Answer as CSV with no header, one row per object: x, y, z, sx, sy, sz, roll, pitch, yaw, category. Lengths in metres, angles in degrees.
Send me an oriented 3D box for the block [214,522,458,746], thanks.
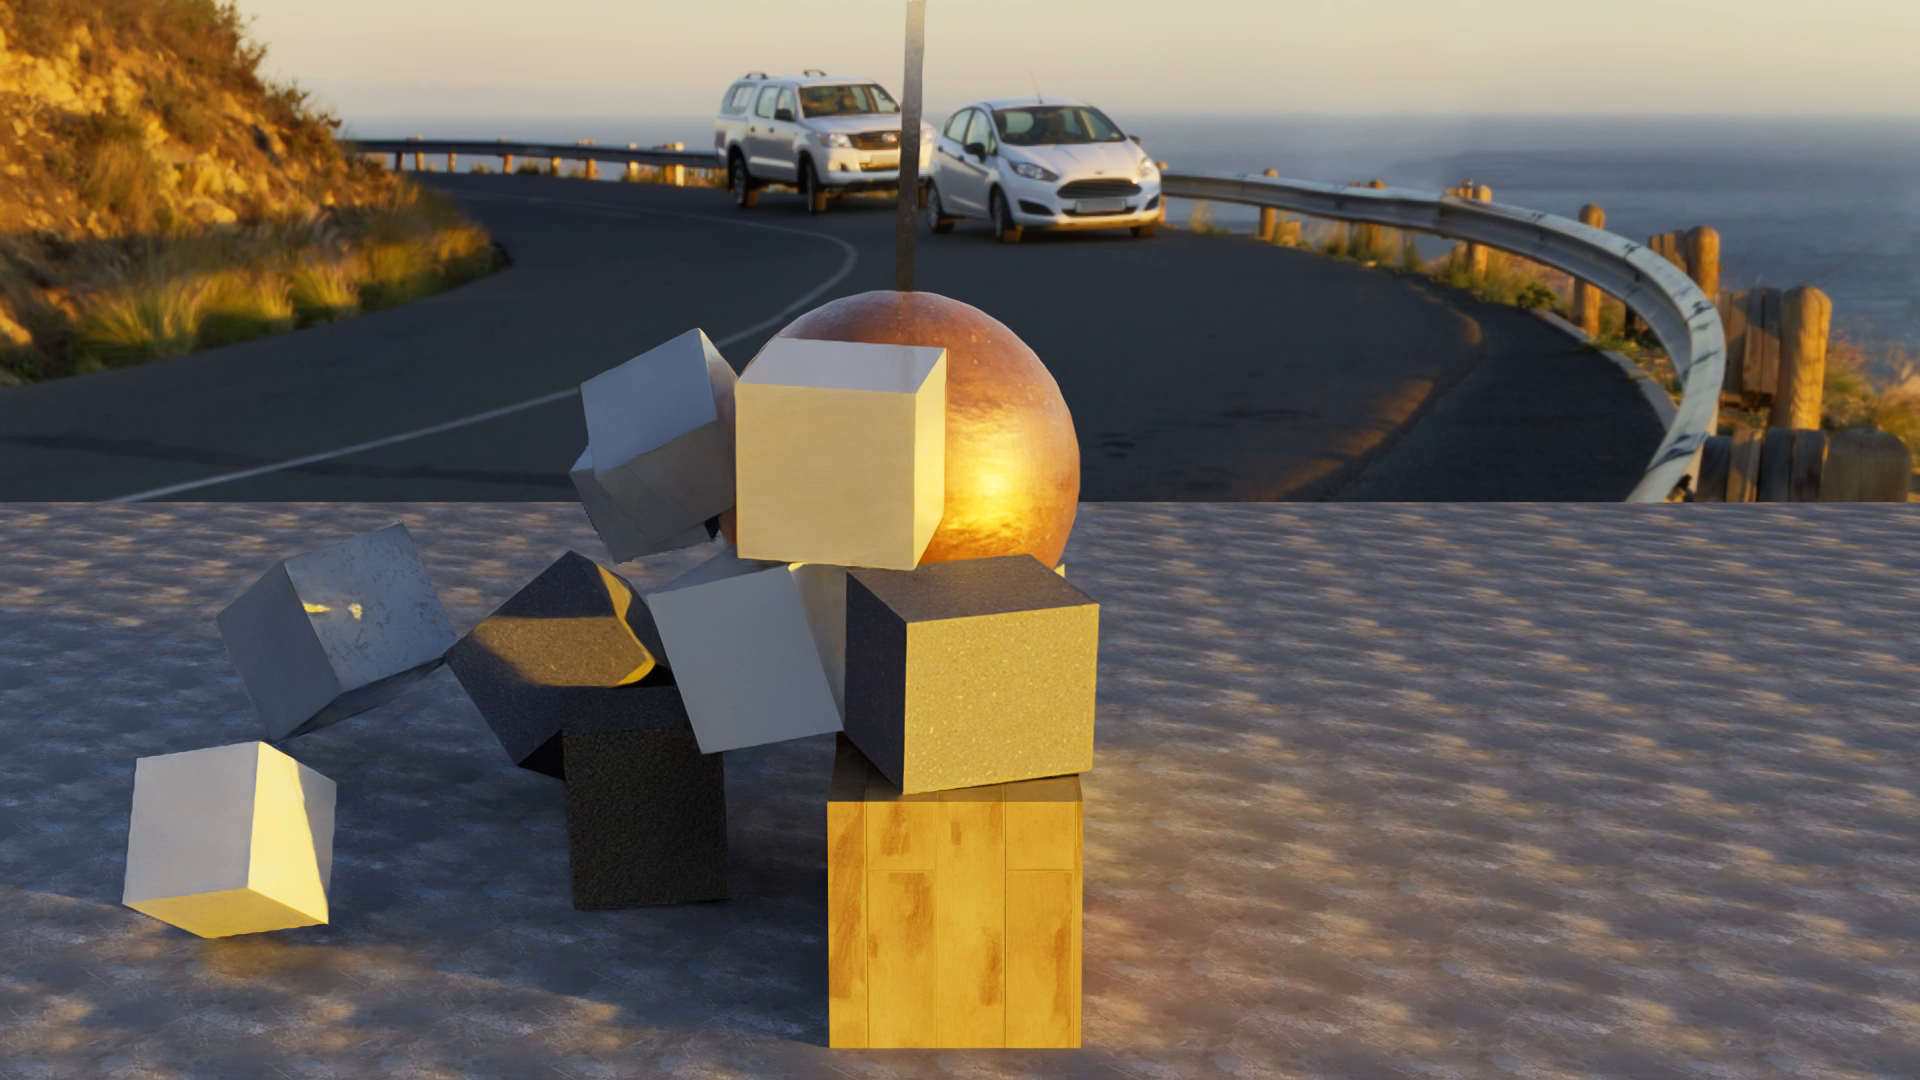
-3.151,0.476,13.001,0.725,0.720,0.810,-21,-7,-45,block

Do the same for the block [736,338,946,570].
-0.452,-0.343,9.916,0.684,0.695,0.650,4,20,9,block

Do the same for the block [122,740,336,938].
-2.931,1.215,10.338,0.563,0.597,0.582,-9,-24,16,block

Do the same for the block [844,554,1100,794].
0.033,0.488,9.612,0.751,0.656,0.639,-5,18,-21,block

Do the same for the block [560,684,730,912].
-1.385,1.110,11.216,0.662,0.777,0.732,-4,11,-9,block

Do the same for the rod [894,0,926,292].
-0.119,-3.625,10.521,0.080,5.200,0.080,3,10,0,rod

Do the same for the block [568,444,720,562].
-1.342,-0.276,11.451,0.506,0.480,0.477,-12,29,24,block

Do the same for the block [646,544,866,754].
-0.691,0.375,10.244,0.693,0.677,0.662,-12,12,31,block

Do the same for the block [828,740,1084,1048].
-0.017,1.320,9.702,0.917,0.931,0.854,0,10,0,block

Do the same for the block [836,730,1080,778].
-0.009,1.130,10.536,0.954,1.007,0.835,0,10,0,block

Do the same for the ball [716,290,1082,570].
-0.275,-0.284,11.129,1.600,1.600,1.600,0,10,0,ball

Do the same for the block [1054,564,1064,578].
-0.041,0.667,13.132,0.960,0.990,0.921,3,11,15,block

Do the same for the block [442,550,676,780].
-1.887,0.636,12.558,0.806,0.684,0.759,-39,-18,4,block

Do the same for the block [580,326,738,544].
-1.146,-0.421,10.365,0.550,0.480,0.530,-25,49,10,block
